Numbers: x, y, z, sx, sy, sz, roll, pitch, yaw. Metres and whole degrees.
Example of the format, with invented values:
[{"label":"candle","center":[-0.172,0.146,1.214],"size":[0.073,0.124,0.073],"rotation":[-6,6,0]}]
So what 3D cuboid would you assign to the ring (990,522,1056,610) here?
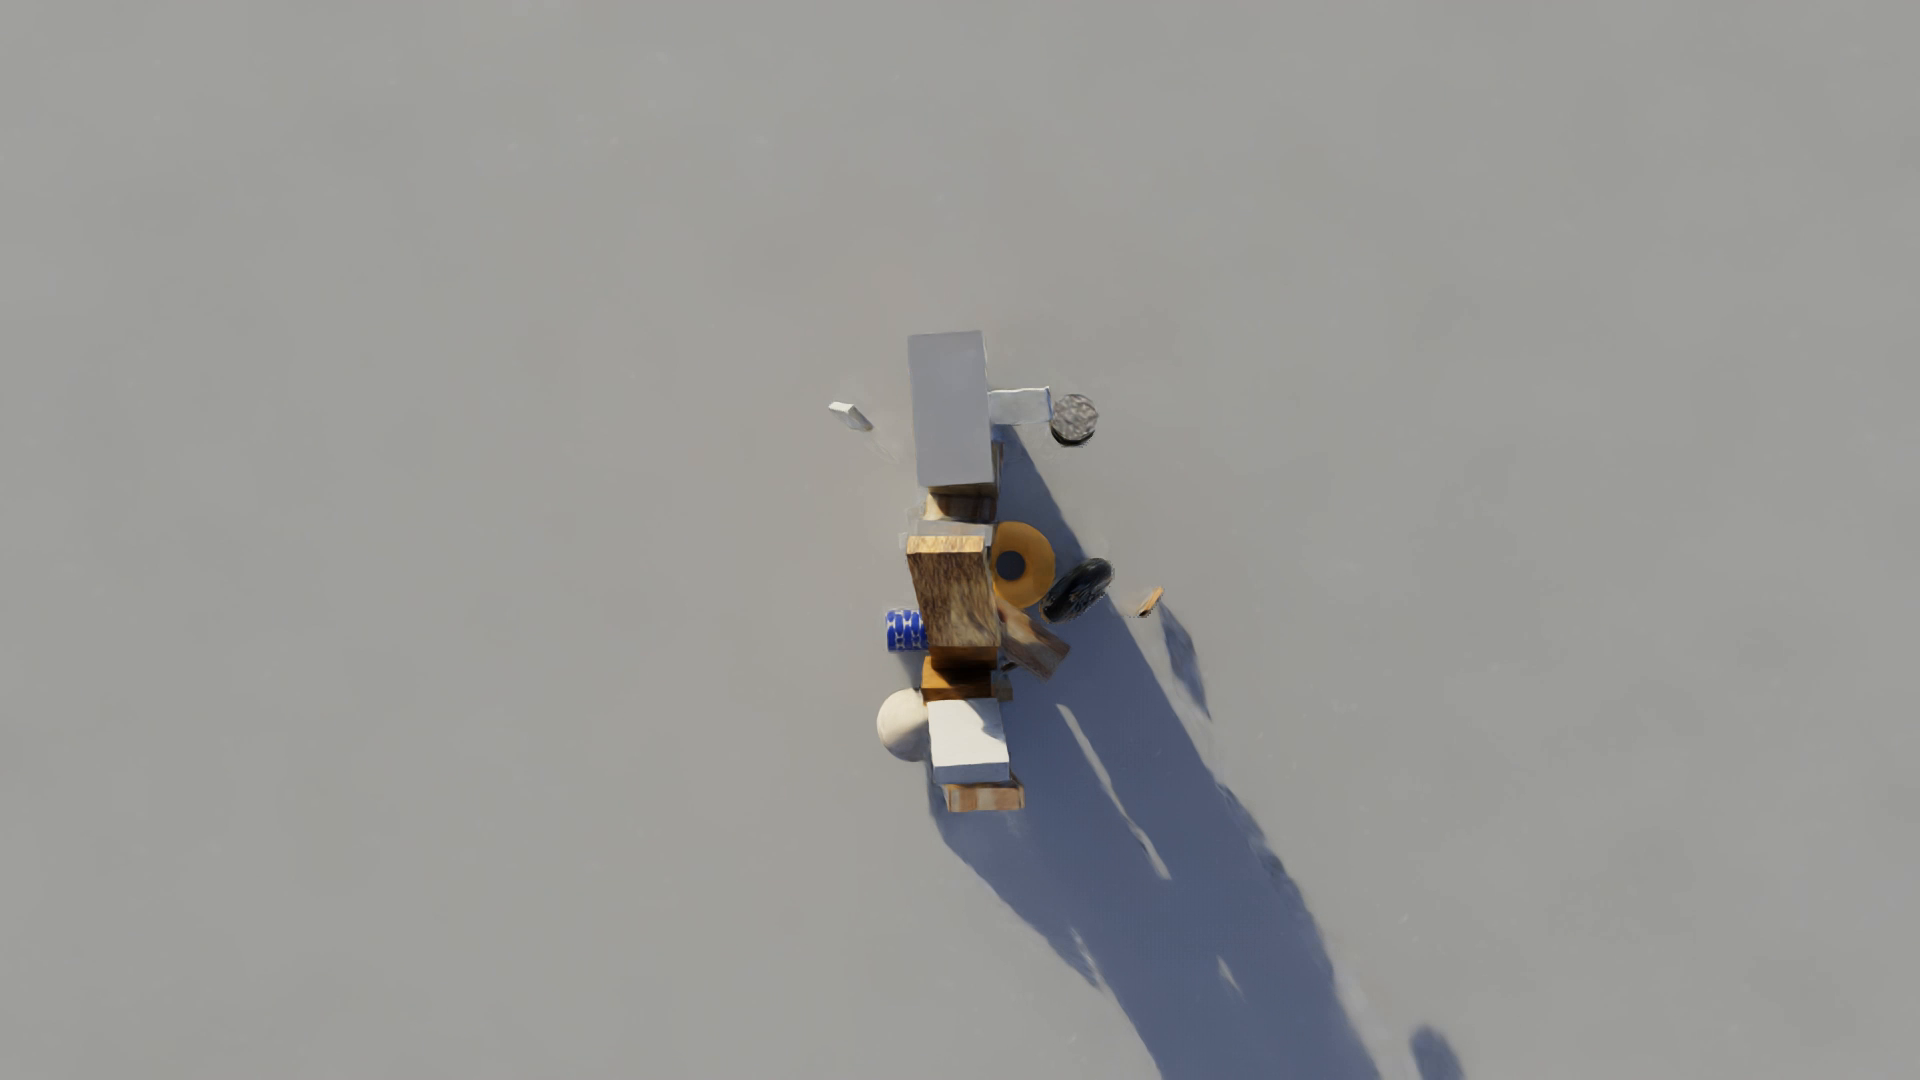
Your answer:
[{"label":"ring","center":[0.168,0.085,5.452],"size":[0.297,0.099,0.297],"rotation":[0,89,0]}]

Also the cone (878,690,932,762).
[{"label":"cone","center":[-0.122,0.587,5.344],"size":[0.239,0.239,0.239],"rotation":[4,77,-18]}]

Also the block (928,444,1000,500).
[{"label":"block","center":[0.007,-0.170,3.992],"size":[0.174,0.347,0.049],"rotation":[5,78,3]}]

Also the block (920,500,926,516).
[{"label":"block","center":[-0.013,0.063,4.533],"size":[0.175,0.049,0.349],"rotation":[-2,87,-1]}]

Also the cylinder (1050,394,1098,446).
[{"label":"cylinder","center":[0.336,-0.354,4.884],"size":[0.137,0.137,0.137],"rotation":[0,85,1]}]

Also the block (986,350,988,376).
[{"label":"block","center":[-0.019,-0.345,4.132],"size":[0.174,0.669,0.049],"rotation":[3,77,2]}]

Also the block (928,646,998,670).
[{"label":"block","center":[0.007,0.250,4.194],"size":[0.172,0.458,0.049],"rotation":[-1,71,1]}]

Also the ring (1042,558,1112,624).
[{"label":"ring","center":[0.372,0.161,5.232],"size":[0.265,0.265,0.088],"rotation":[-40,75,0]}]

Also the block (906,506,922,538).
[{"label":"block","center":[-0.059,0.050,5.145],"size":[0.166,0.047,0.331],"rotation":[-11,90,0]}]

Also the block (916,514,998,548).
[{"label":"block","center":[-0.002,-0.024,3.931],"size":[0.172,0.344,0.049],"rotation":[6,93,3]}]

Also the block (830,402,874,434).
[{"label":"block","center":[-0.301,-0.341,4.591],"size":[0.087,0.175,0.025],"rotation":[43,81,-21]}]

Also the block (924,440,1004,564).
[{"label":"block","center":[0.006,-0.096,4.178],"size":[0.175,0.050,0.350],"rotation":[6,62,3]}]

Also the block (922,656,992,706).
[{"label":"block","center":[-0.009,0.374,4.411],"size":[0.178,0.356,0.050],"rotation":[-1,99,0]}]

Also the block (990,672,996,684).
[{"label":"block","center":[0.028,0.411,4.968],"size":[0.140,0.399,0.040],"rotation":[15,83,0]}]

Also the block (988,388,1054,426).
[{"label":"block","center":[0.159,-0.359,4.417],"size":[0.175,0.025,0.087],"rotation":[-2,108,25]}]

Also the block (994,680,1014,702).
[{"label":"block","center":[0.095,0.492,5.355],"size":[0.145,0.290,0.041],"rotation":[-6,91,0]}]

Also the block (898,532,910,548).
[{"label":"block","center":[-0.109,-0.004,5.334],"size":[0.166,0.331,0.047],"rotation":[-6,90,0]}]

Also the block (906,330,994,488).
[{"label":"block","center":[-0.021,-0.302,3.782],"size":[0.174,0.049,0.347],"rotation":[-4,95,4]}]

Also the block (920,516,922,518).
[{"label":"block","center":[-0.028,-0.043,4.782],"size":[0.175,0.436,0.049],"rotation":[-1,90,-1]}]

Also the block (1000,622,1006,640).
[{"label":"block","center":[0.040,0.295,4.962],"size":[0.140,0.280,0.040],"rotation":[6,104,14]}]

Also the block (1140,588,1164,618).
[{"label":"block","center":[0.633,0.205,5.451],"size":[0.015,0.052,0.104],"rotation":[37,59,3]}]

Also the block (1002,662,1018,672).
[{"label":"block","center":[0.186,0.396,5.332],"size":[0.104,0.052,0.015],"rotation":[-29,78,5]}]

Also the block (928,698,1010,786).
[{"label":"block","center":[0.017,0.488,4.028],"size":[0.178,0.356,0.050],"rotation":[-4,110,-2]}]

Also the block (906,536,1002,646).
[{"label":"block","center":[-0.011,0.123,3.838],"size":[0.172,0.344,0.049],"rotation":[-1,49,10]}]

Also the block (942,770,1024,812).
[{"label":"block","center":[0.051,0.619,4.127],"size":[0.178,0.537,0.050],"rotation":[-2,88,-2]}]

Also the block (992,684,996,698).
[{"label":"block","center":[0.031,0.535,4.443],"size":[0.141,0.040,0.283],"rotation":[-2,78,-1]}]

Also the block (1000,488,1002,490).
[{"label":"block","center":[0.007,-0.136,4.605],"size":[0.175,0.717,0.050],"rotation":[-2,88,-2]}]

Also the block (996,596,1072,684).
[{"label":"block","center":[0.190,0.309,5.125],"size":[0.280,0.040,0.140],"rotation":[35,87,3]}]
